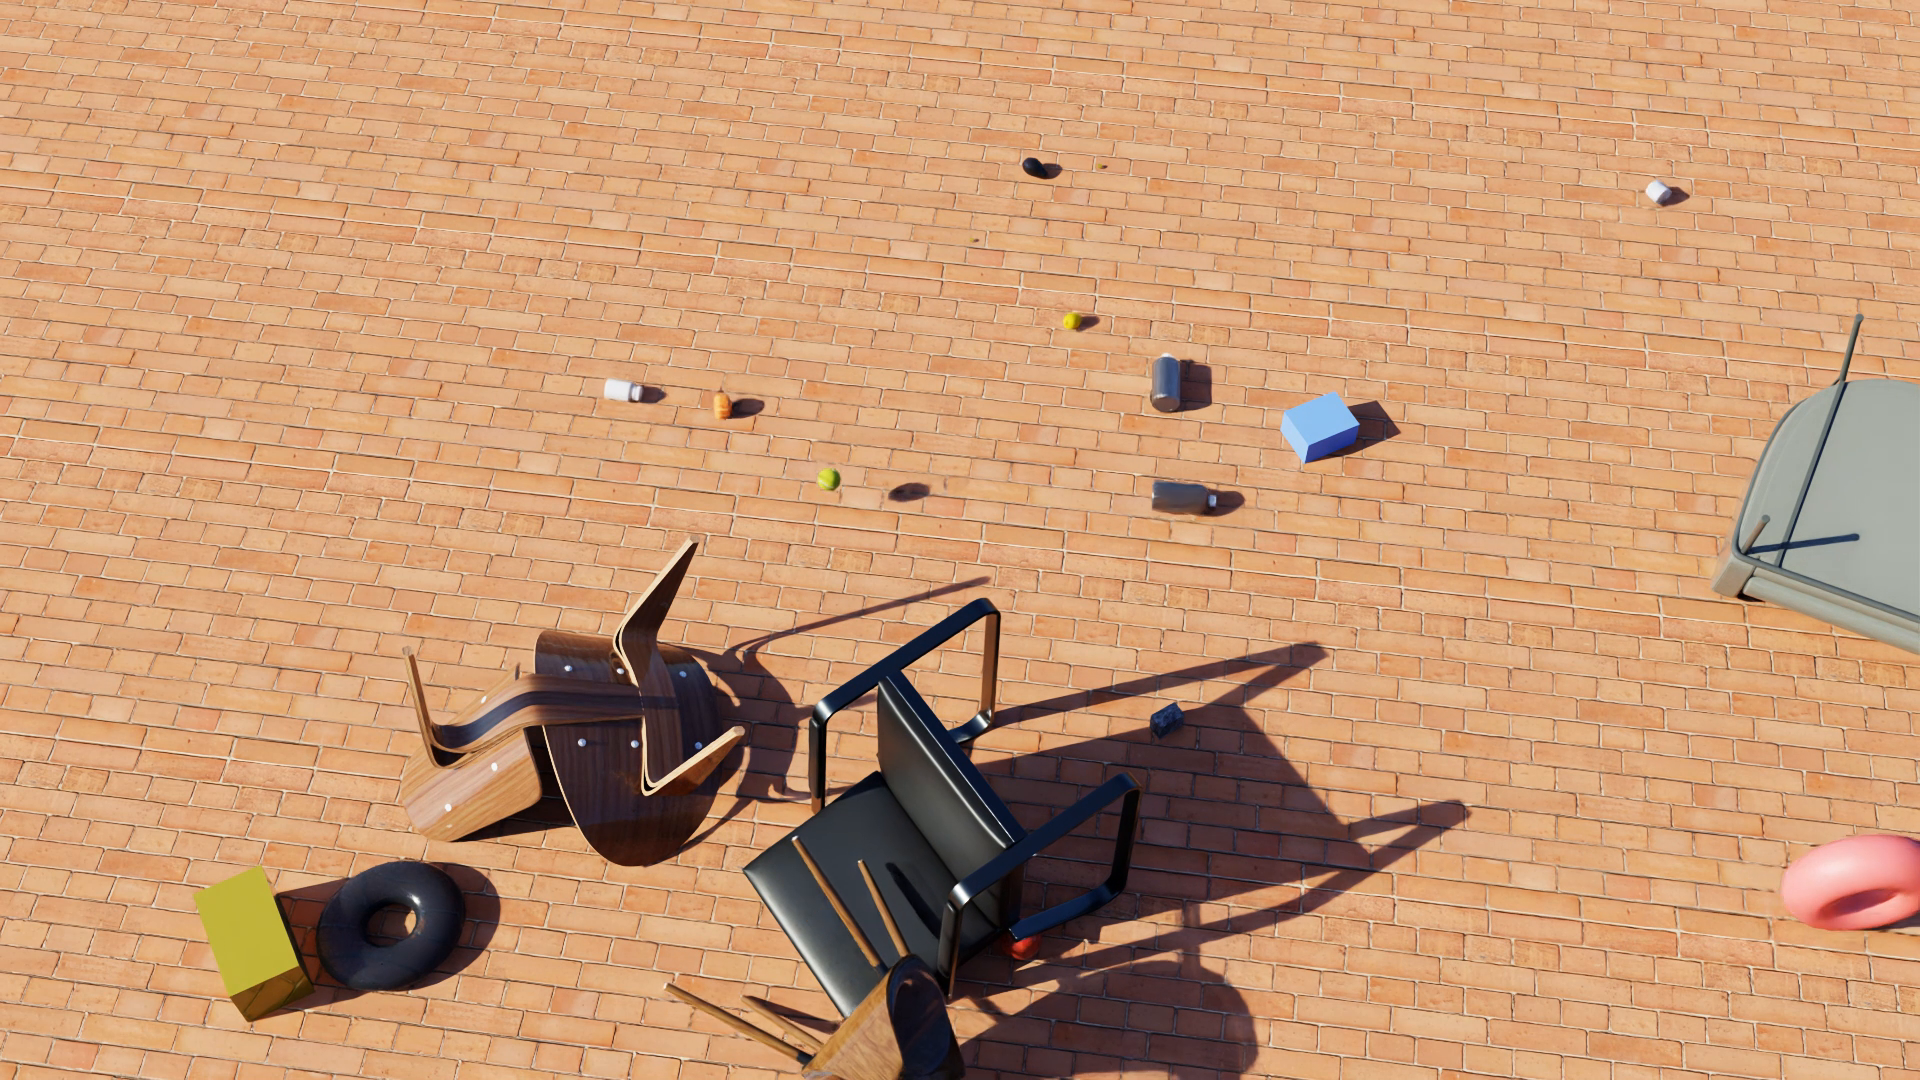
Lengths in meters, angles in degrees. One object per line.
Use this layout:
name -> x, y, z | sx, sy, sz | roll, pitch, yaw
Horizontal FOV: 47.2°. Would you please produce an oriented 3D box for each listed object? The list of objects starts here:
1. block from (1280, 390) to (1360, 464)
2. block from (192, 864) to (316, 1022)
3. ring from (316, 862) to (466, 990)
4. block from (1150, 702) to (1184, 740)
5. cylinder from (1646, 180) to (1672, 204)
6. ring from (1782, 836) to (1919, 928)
block -> 1.104, -0.346, 6.748 | 0.181, 0.096, 0.143 | -22, 59, -14
block -> -1.848, 1.056, 5.760 | 0.184, 0.175, 0.319 | -23, 59, -15
ring -> -1.511, 1.022, 5.840 | 0.402, 0.082, 0.358 | -28, 61, -18
block -> 0.583, 0.509, 6.192 | 0.082, 0.067, 0.049 | -28, 60, -17
cylinder -> 2.320, -1.156, 7.308 | 0.080, 0.061, 0.051 | -4, 44, -52
ring -> 2.348, 0.895, 5.731 | 0.399, 0.413, 0.142 | -15, 56, 19
